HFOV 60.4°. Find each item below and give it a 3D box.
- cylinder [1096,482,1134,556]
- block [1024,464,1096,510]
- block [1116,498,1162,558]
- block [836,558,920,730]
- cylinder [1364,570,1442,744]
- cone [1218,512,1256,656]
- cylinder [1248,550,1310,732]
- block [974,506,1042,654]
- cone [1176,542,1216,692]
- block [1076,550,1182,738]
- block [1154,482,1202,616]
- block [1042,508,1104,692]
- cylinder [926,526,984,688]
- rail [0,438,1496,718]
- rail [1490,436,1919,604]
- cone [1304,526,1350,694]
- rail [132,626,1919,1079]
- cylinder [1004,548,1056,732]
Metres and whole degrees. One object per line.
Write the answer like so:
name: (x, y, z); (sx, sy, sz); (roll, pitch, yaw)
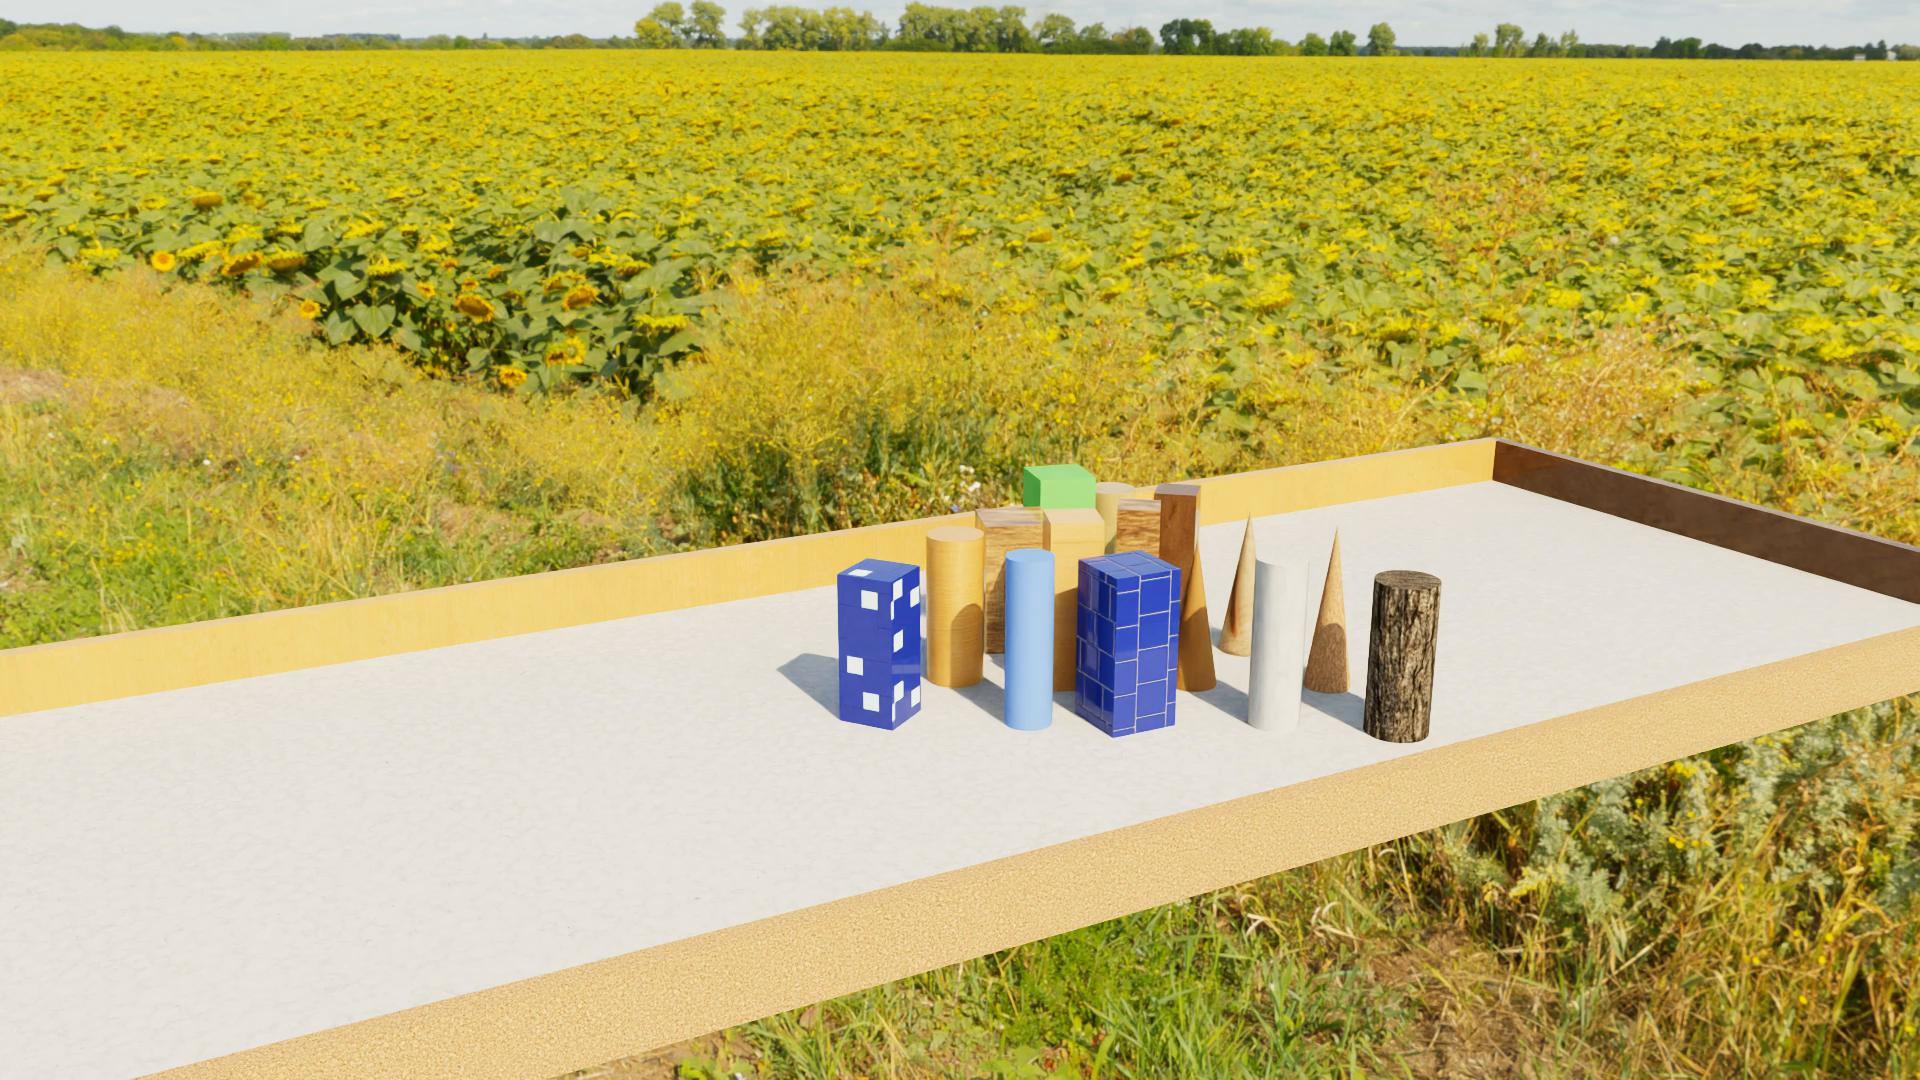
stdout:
cylinder: (0.437, -0.004, 4.825); (0.141, 0.306, 0.141); (0, 16, 0)
block: (0.274, 0.007, 4.608); (0.158, 0.407, 0.158); (-4, 17, -14)
block: (0.464, 0.098, 4.321); (0.110, 0.394, 0.110); (2, 17, 7)
block: (-0.189, 0.244, 3.881); (0.142, 0.363, 0.142); (8, 18, 25)
cylinder: (1.015, 0.267, 3.791); (0.149, 0.369, 0.149); (0, 16, 0)
cone: (0.752, 0.103, 4.323); (0.133, 0.383, 0.133); (0, 16, 0)
cylinder: (0.739, 0.235, 3.833); (0.122, 0.407, 0.122); (0, 16, 0)
block: (0.142, 0.105, 4.381); (0.179, 0.347, 0.179); (-2, 17, -8)
cone: (0.581, 0.176, 4.084); (0.124, 0.378, 0.124); (0, 16, 0)
block: (0.390, 0.240, 3.856); (0.171, 0.385, 0.171); (-8, 18, -26)
block: (0.600, 0.034, 4.595); (0.117, 0.363, 0.117); (4, 17, 14)
block: (0.277, 0.148, 4.084); (0.130, 0.432, 0.130); (-2, 16, -6)
cylinder: (-0.012, 0.166, 4.118); (0.144, 0.378, 0.144); (0, 16, 0)
rail: (-3.305, 0.497, 3.399); (12.000, 0.150, 0.050); (-9, 18, -27)
rail: (2.466, -0.048, 5.253); (0.050, 0.150, 2.100); (-9, 18, -27)
cone: (0.917, 0.161, 4.062); (0.116, 0.420, 0.116); (0, 16, 0)
rail: (-2.336, 1.006, 1.665); (12.000, 0.150, 0.050); (-9, 18, -27)
cylinder: (0.161, 0.232, 3.837); (0.114, 0.410, 0.114); (0, 16, 0)
